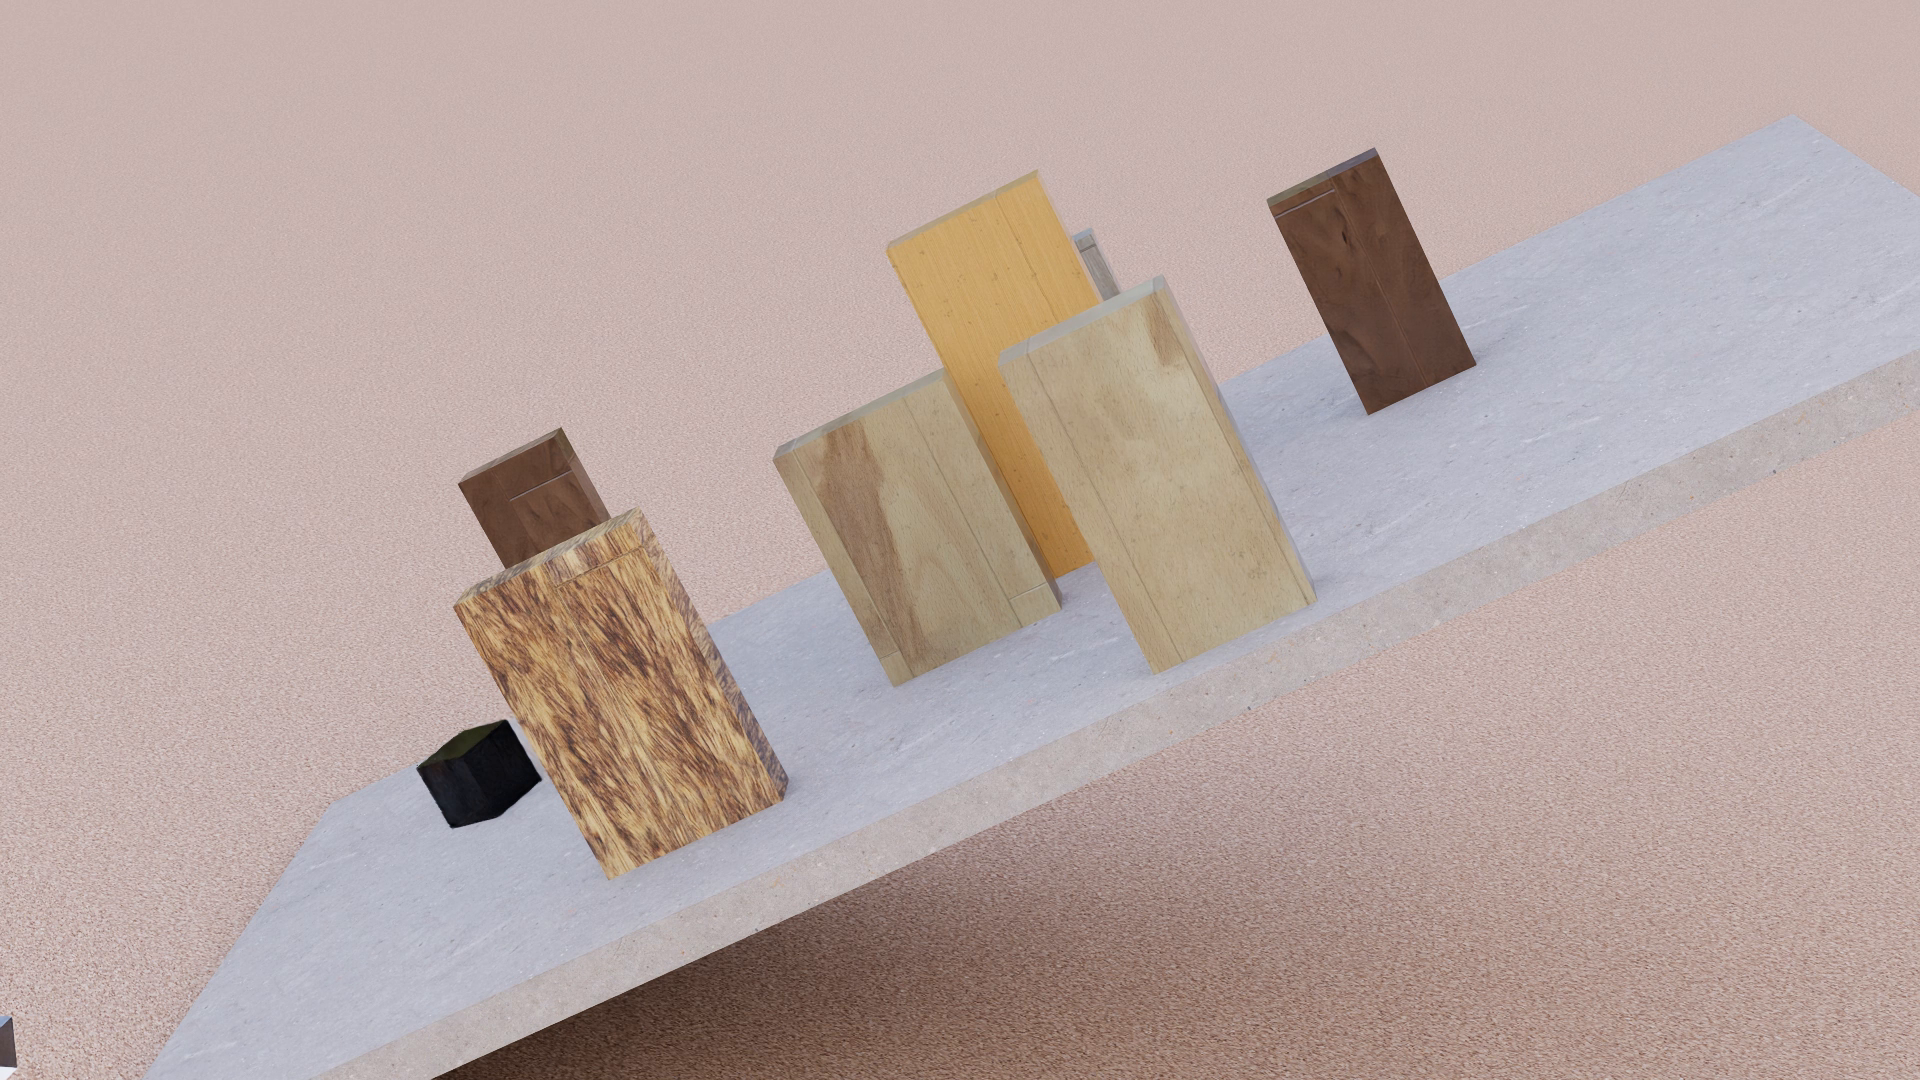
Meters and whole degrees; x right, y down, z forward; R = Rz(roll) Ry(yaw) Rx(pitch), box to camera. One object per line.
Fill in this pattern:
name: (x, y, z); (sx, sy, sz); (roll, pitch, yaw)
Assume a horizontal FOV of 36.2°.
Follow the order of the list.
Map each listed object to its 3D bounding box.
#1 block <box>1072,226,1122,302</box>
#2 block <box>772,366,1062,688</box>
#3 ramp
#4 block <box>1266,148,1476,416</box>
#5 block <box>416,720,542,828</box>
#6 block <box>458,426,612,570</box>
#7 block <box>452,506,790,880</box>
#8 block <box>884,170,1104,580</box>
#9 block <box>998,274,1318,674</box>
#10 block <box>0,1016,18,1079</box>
block: (0.258, -0.367, 6.605); (0.357, 0.564, 0.086); (-25, 14, 10)
block: (-0.084, -0.025, 6.045); (0.387, 0.542, 0.108); (-25, 14, 10)
ramp: (0.139, 0.168, 6.281); (4.000, 0.100, 2.000); (-25, 14, 10)
block: (0.871, -0.546, 6.227); (0.251, 0.498, 0.099); (-25, 14, 10)
block: (-1.102, 0.536, 6.740); (0.166, 0.166, 0.166); (-16, 18, 39)
block: (-0.953, 0.064, 7.215); (0.269, 0.625, 0.099); (-25, 14, 10)
block: (-0.658, 0.303, 5.755); (0.390, 0.629, 0.116); (-25, 14, 10)
block: (0.181, -0.344, 6.185); (0.350, 0.789, 0.102); (-25, 14, 10)
block: (0.359, -0.116, 5.320); (0.327, 0.640, 0.128); (-25, 14, 10)
block: (-2.101, 1.093, 6.270); (0.122, 0.122, 0.122); (3, 17, 10)
